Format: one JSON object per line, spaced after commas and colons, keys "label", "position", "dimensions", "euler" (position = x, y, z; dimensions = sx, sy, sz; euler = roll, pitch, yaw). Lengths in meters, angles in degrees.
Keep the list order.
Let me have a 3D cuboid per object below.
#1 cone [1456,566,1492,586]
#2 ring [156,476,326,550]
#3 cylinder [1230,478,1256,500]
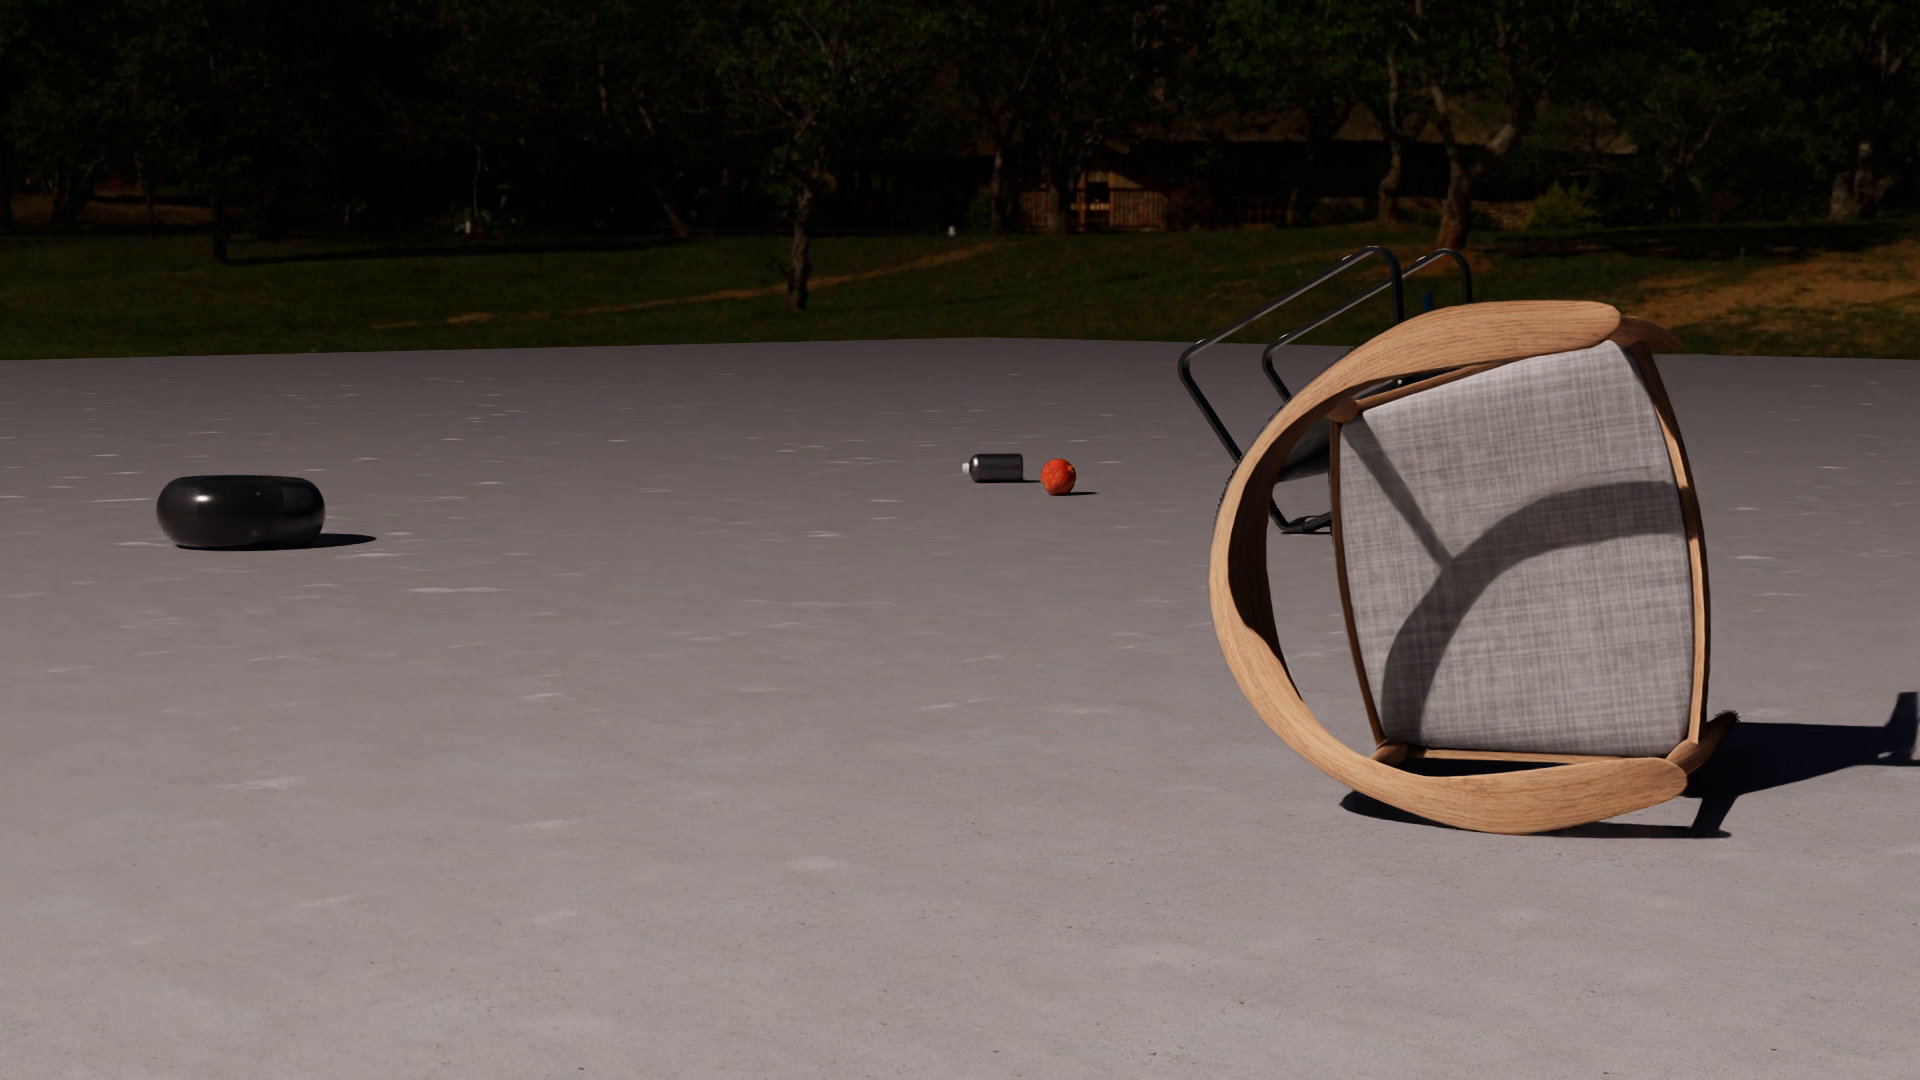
{"label": "cone", "position": [1.105, 0.086, 5.474], "dimensions": [0.074, 0.042, 0.073], "euler": [24, 11, 27]}
{"label": "ring", "position": [-1.764, -0.070, 6.298], "dimensions": [0.402, 0.165, 0.387], "euler": [0, 5, -10]}
{"label": "cylinder", "position": [0.836, -0.152, 7.595], "dimensions": [0.075, 0.060, 0.045], "euler": [-3, 6, 3]}
